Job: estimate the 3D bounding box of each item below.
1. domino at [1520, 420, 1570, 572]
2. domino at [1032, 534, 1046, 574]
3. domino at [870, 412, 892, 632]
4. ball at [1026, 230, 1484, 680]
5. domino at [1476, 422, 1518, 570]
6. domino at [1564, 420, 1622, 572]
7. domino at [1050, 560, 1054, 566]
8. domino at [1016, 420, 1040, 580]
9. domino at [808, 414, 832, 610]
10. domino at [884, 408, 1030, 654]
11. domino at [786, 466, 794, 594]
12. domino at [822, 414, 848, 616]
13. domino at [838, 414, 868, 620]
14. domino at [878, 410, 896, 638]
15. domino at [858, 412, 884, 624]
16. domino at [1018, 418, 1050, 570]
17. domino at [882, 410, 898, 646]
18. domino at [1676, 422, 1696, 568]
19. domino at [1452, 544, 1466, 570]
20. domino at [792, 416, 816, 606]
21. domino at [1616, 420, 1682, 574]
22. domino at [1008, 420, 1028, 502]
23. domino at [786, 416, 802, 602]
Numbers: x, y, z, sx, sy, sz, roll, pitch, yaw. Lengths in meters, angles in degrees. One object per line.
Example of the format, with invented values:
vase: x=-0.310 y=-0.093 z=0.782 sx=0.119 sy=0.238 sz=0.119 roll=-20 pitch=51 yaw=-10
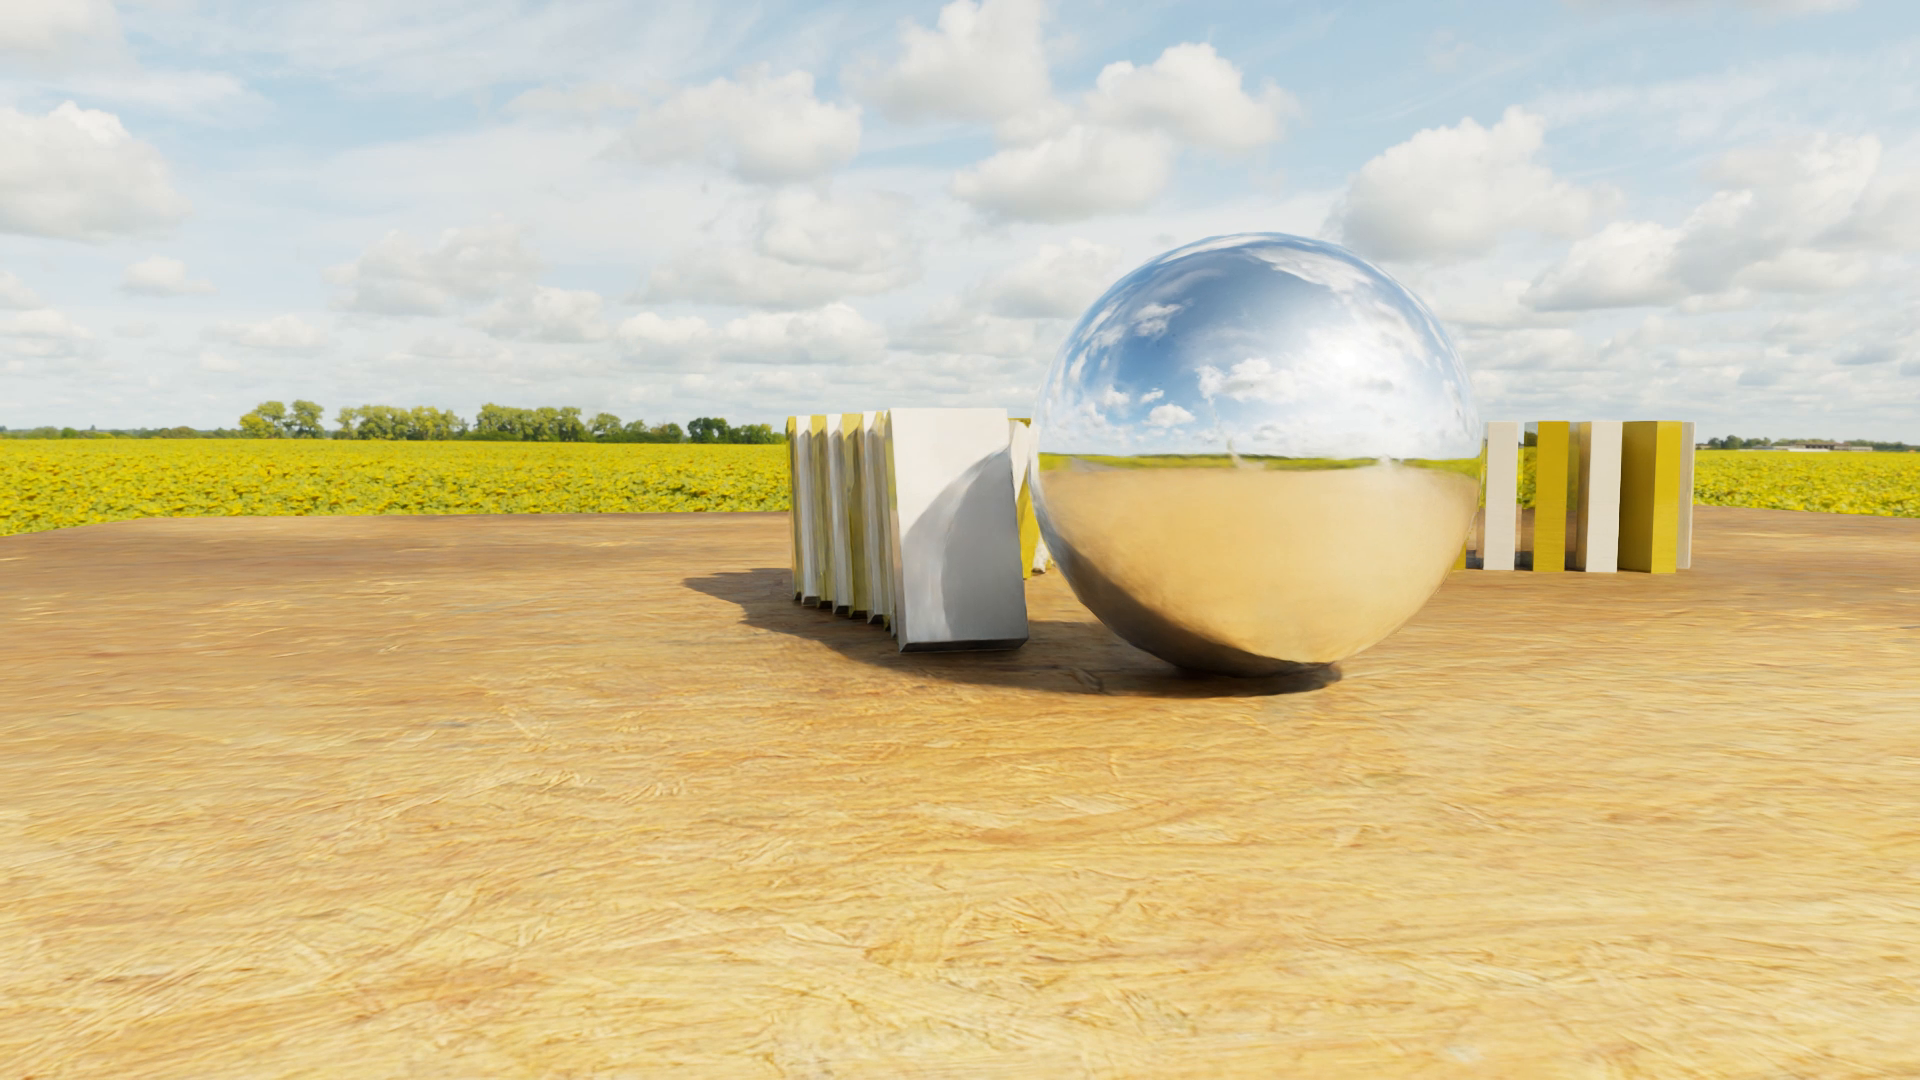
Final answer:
domino: x=0.199 y=-0.015 z=0.438 sx=0.010 sy=0.050 sz=0.025 roll=1 pitch=4 yaw=14
domino: x=0.017 y=-0.015 z=0.425 sx=0.025 sy=0.050 sz=0.010 roll=1 pitch=-12 yaw=15
domino: x=-0.006 y=-0.005 z=0.297 sx=0.025 sy=0.050 sz=0.009 roll=-1 pitch=-17 yaw=-13
ball: x=0.052 y=-0.015 z=0.233 sx=0.080 sy=0.080 sz=0.080 roll=0 pitch=4 yaw=0
domino: x=0.185 y=-0.016 z=0.442 sx=0.009 sy=0.050 sz=0.025 roll=1 pitch=4 yaw=16
domino: x=0.214 y=-0.015 z=0.435 sx=0.010 sy=0.050 sz=0.025 roll=1 pitch=4 yaw=9
domino: x=0.024 y=-0.017 z=0.450 sx=0.025 sy=0.050 sz=0.010 roll=2 pitch=-4 yaw=28
domino: x=0.014 y=-0.013 z=0.410 sx=0.025 sy=0.050 sz=0.009 roll=3 pitch=-14 yaw=38
domino: x=-0.026 y=-0.008 z=0.334 sx=0.025 sy=0.050 sz=0.010 roll=-1 pitch=-17 yaw=-13
domino: x=-0.001 y=-0.002 z=0.266 sx=0.025 sy=0.050 sz=0.009 roll=-1 pitch=-17 yaw=-13
domino: x=-0.035 y=-0.010 z=0.363 sx=0.025 sy=0.050 sz=0.009 roll=-1 pitch=-17 yaw=-13
domino: x=-0.021 y=-0.007 z=0.325 sx=0.025 sy=0.050 sz=0.009 roll=-1 pitch=-17 yaw=-13
domino: x=-0.016 y=-0.006 z=0.315 sx=0.025 sy=0.050 sz=0.010 roll=-1 pitch=-17 yaw=-13
domino: x=-0.004 y=-0.004 z=0.287 sx=0.025 sy=0.050 sz=0.010 roll=-1 pitch=-17 yaw=-13
domino: x=-0.010 y=-0.006 z=0.306 sx=0.025 sy=0.050 sz=0.010 roll=0 pitch=-17 yaw=-13
domino: x=0.019 y=-0.016 z=0.437 sx=0.025 sy=0.050 sz=0.009 roll=1 pitch=-7 yaw=15
domino: x=-0.002 y=-0.003 z=0.277 sx=0.025 sy=0.050 sz=0.009 roll=-1 pitch=-17 yaw=-13
domino: x=0.240 y=-0.016 z=0.446 sx=0.025 sy=0.050 sz=0.009 roll=3 pitch=5 yaw=33
domino: x=0.170 y=-0.016 z=0.446 sx=0.009 sy=0.050 sz=0.025 roll=1 pitch=4 yaw=16
domino: x=-0.031 y=-0.008 z=0.343 sx=0.025 sy=0.050 sz=0.009 roll=-1 pitch=-17 yaw=-13
domino: x=0.229 y=-0.015 z=0.433 sx=0.010 sy=0.050 sz=0.025 roll=-1 pitch=4 yaw=-14
domino: x=0.005 y=-0.012 z=0.402 sx=0.025 sy=0.050 sz=0.009 roll=4 pitch=-17 yaw=41
domino: x=-0.034 y=-0.009 z=0.353 sx=0.025 sy=0.050 sz=0.010 roll=-1 pitch=-17 yaw=-13
